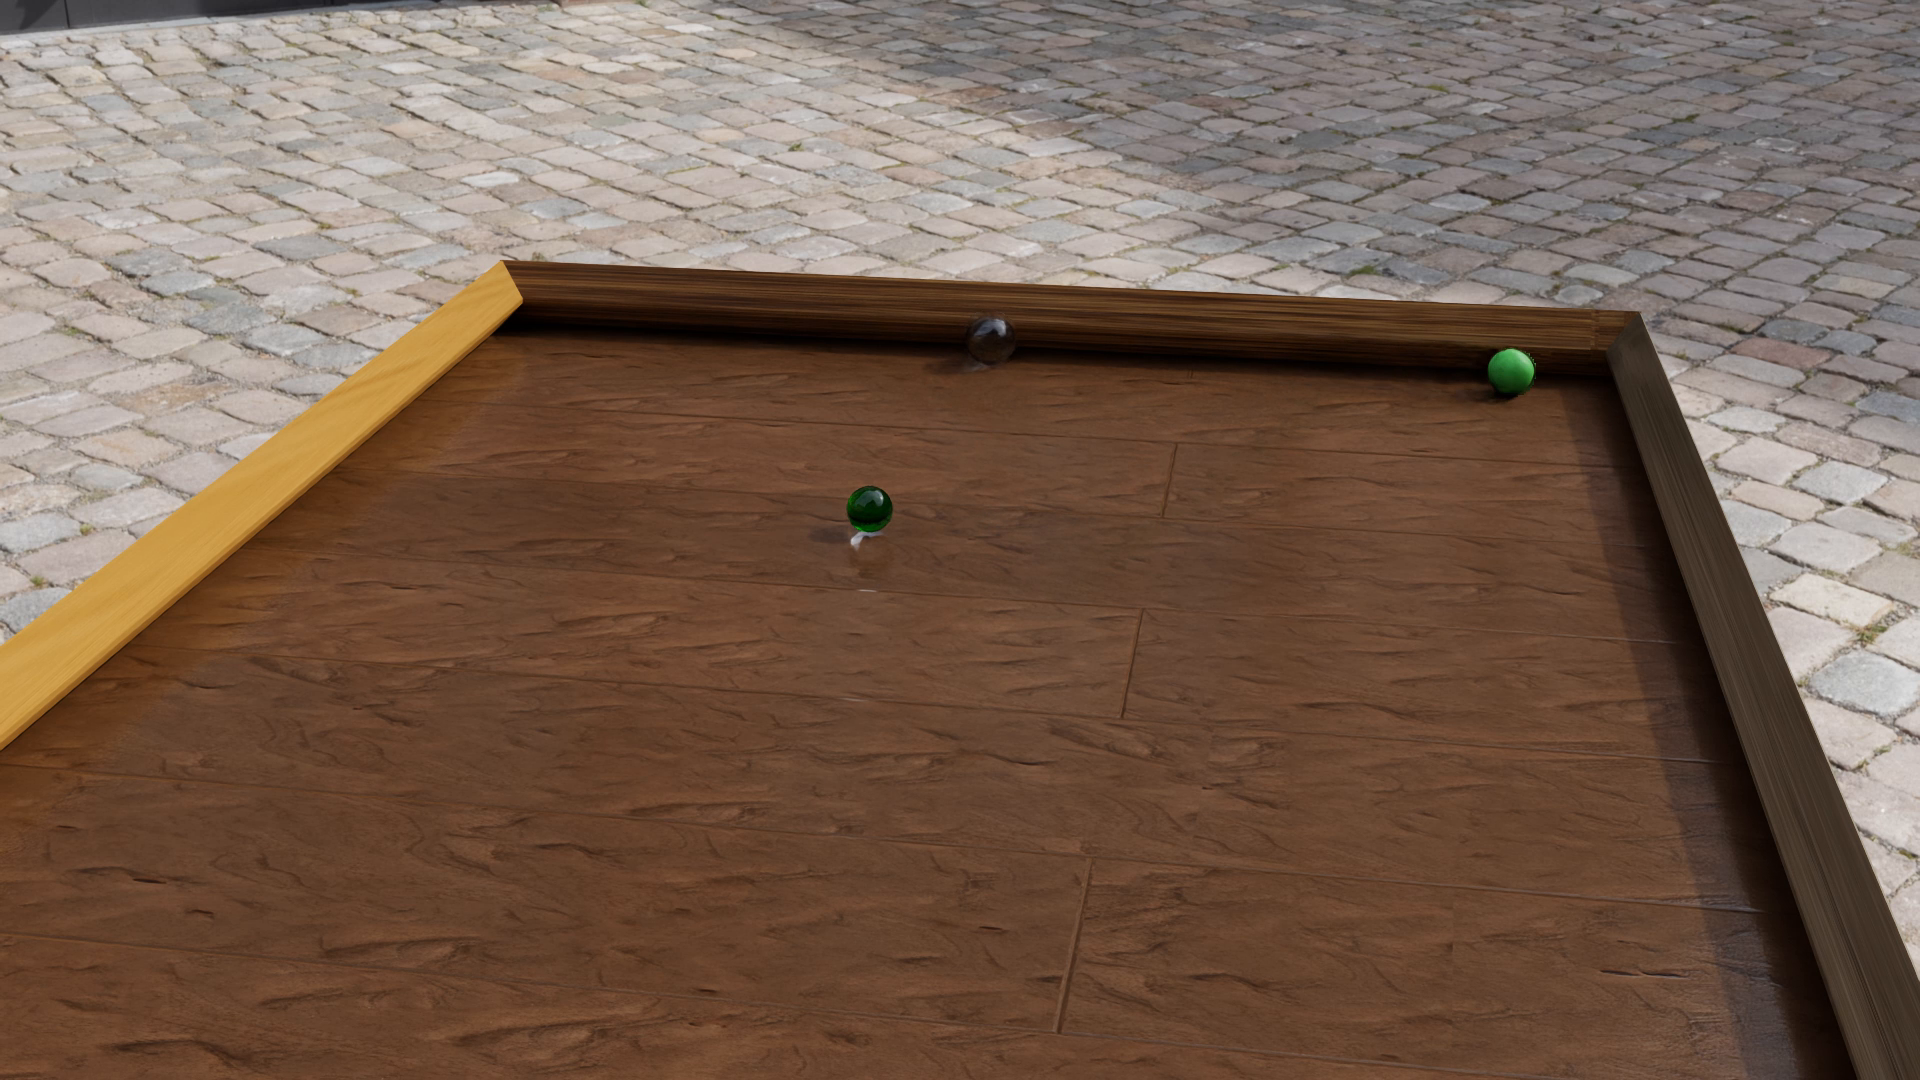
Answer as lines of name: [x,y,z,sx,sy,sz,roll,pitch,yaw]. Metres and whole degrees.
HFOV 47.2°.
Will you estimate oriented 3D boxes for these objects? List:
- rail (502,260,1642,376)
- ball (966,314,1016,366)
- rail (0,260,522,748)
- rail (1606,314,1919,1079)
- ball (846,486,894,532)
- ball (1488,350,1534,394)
rail: [0.120,-0.304,3.049,1.591,0.091,0.045,4,23,8]
ball: [0.042,-0.273,3.005,0.070,0.070,0.070,0,23,0]
rail: [-0.886,0.236,1.773,0.045,0.091,3.103,4,23,8]
rail: [0.638,0.332,1.546,0.045,0.091,3.103,4,23,8]
ball: [-0.101,-0.035,2.464,0.052,0.052,0.052,0,23,0]
ball: [0.725,-0.221,2.895,0.060,0.060,0.060,0,23,0]
